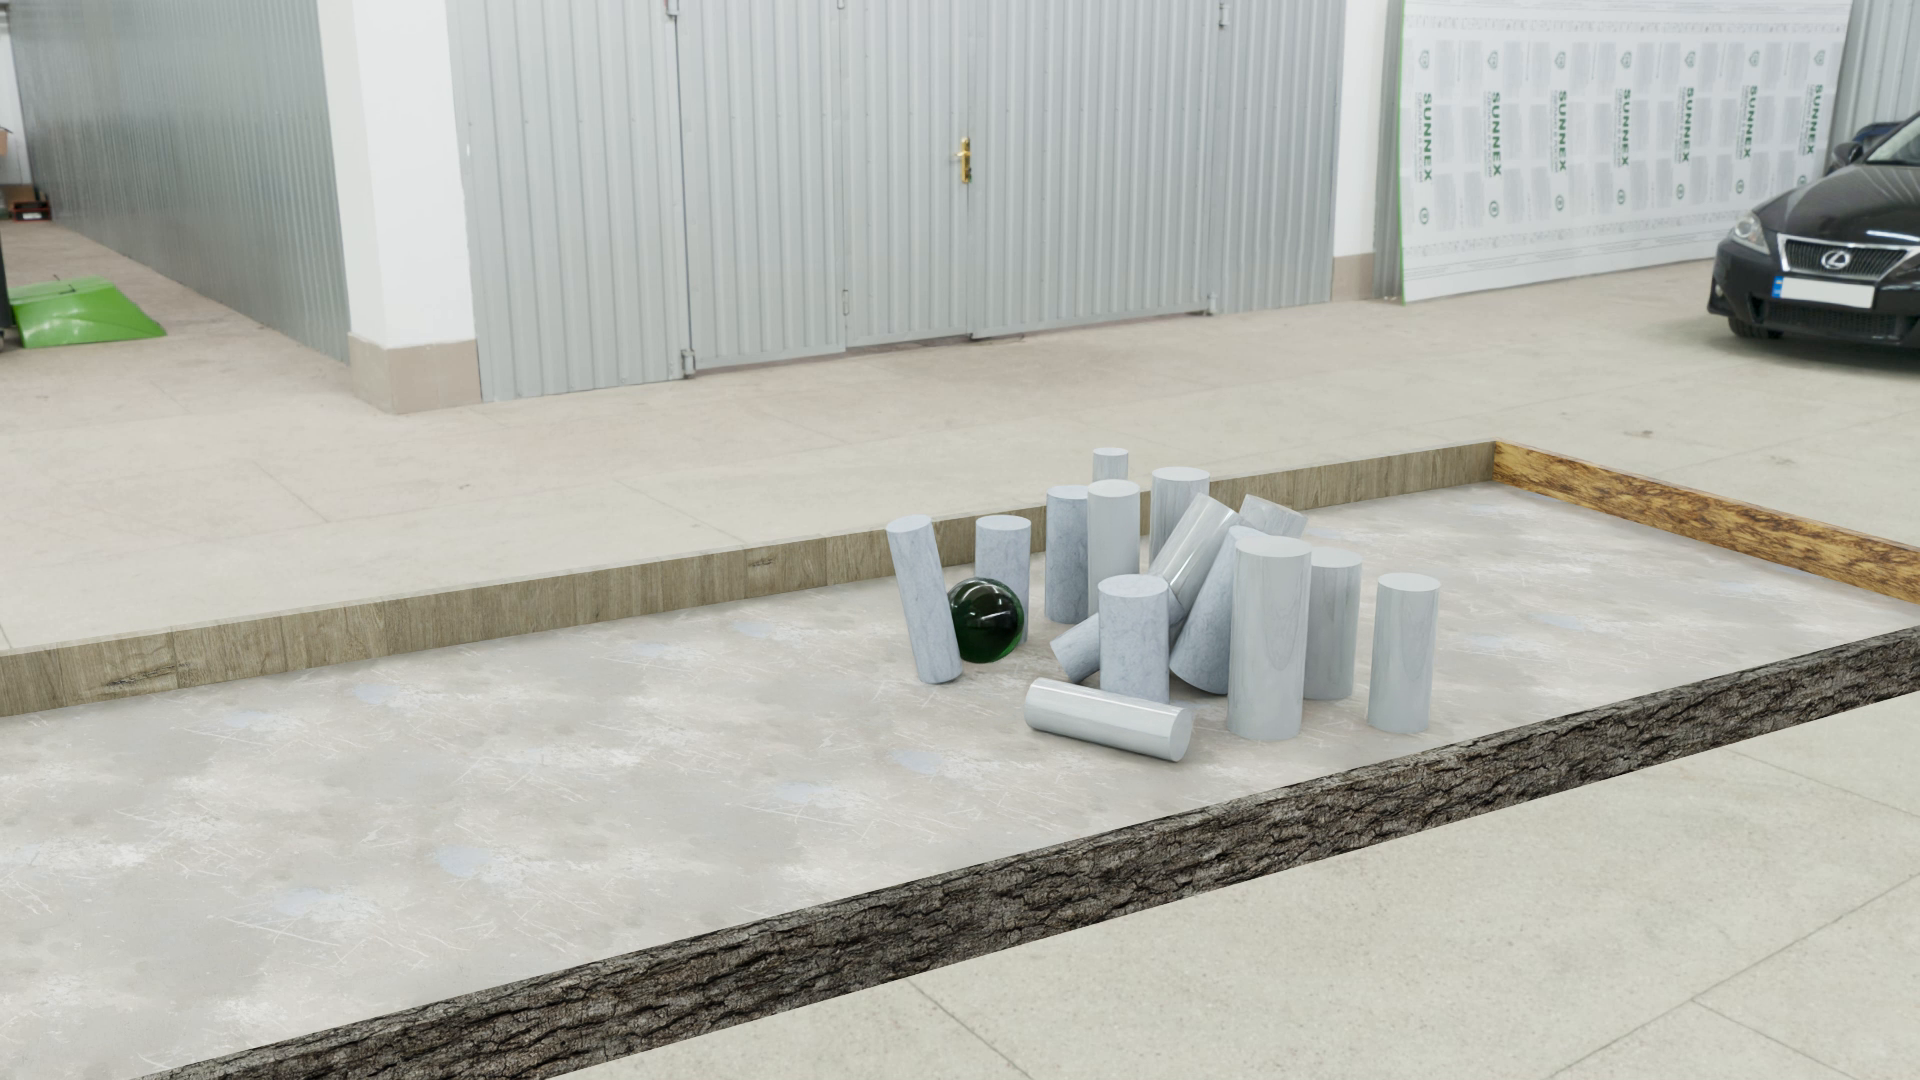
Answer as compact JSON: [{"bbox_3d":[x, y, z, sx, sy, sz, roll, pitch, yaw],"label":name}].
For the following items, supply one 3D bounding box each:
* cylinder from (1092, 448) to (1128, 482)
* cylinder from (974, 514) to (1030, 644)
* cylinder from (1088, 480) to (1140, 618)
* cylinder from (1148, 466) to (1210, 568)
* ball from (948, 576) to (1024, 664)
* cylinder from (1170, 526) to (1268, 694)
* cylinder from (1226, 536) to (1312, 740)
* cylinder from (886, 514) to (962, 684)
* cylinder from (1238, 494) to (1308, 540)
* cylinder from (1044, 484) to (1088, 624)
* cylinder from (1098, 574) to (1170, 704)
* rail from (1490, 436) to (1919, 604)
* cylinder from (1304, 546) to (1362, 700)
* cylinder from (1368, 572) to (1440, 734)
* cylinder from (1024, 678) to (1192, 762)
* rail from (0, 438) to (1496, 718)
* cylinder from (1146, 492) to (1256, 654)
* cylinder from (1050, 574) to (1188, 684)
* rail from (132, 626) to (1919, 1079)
[{"bbox_3d":[0.438,-0.063,4.852,0.104,0.405,0.104,0,16,0],"label":"cylinder"},{"bbox_3d":[0.112,0.109,4.406,0.146,0.324,0.146,1,17,0],"label":"cylinder"},{"bbox_3d":[0.404,0.069,4.329,0.136,0.436,0.136,-2,21,1],"label":"cylinder"},{"bbox_3d":[0.603,0.017,4.562,0.159,0.414,0.159,0,16,0],"label":"cylinder"},{"bbox_3d":[0.054,0.207,4.252,0.225,0.225,0.225,0,16,0],"label":"ball"},{"bbox_3d":[0.664,0.171,4.037,0.176,0.376,0.176,19,20,-7],"label":"cylinder"},{"bbox_3d":[0.712,0.225,3.807,0.173,0.441,0.173,0,16,0],"label":"cylinder"},{"bbox_3d":[-0.087,0.148,4.101,0.114,0.409,0.114,-10,20,4],"label":"cylinder"},{"bbox_3d":[0.772,0.081,4.363,0.175,0.366,0.175,20,9,-3],"label":"cylinder"},{"bbox_3d":[0.315,0.039,4.585,0.154,0.359,0.154,0,16,0],"label":"cylinder"},{"bbox_3d":[0.407,0.264,3.852,0.162,0.334,0.162,-3,17,1],"label":"cylinder"},{"bbox_3d":[2.466,-0.048,5.253,0.050,0.150,2.100,-9,18,-27],"label":"rail"},{"bbox_3d":[0.891,0.204,4.059,0.173,0.339,0.173,0,16,0],"label":"cylinder"},{"bbox_3d":[1.034,0.263,3.845,0.141,0.347,0.141,0,16,0],"label":"cylinder"},{"bbox_3d":[0.335,0.406,3.759,0.366,0.120,0.120,10,19,30],"label":"cylinder"},{"bbox_3d":[-3.305,0.497,3.399,12.000,0.150,0.050,-9,18,-27],"label":"rail"},{"bbox_3d":[0.571,0.100,4.237,0.174,0.418,0.174,33,-1,0],"label":"cylinder"},{"bbox_3d":[0.394,0.221,4.103,0.326,0.126,0.126,-32,15,7],"label":"cylinder"},{"bbox_3d":[-2.336,1.006,1.665,12.000,0.150,0.050,-9,18,-27],"label":"rail"}]
